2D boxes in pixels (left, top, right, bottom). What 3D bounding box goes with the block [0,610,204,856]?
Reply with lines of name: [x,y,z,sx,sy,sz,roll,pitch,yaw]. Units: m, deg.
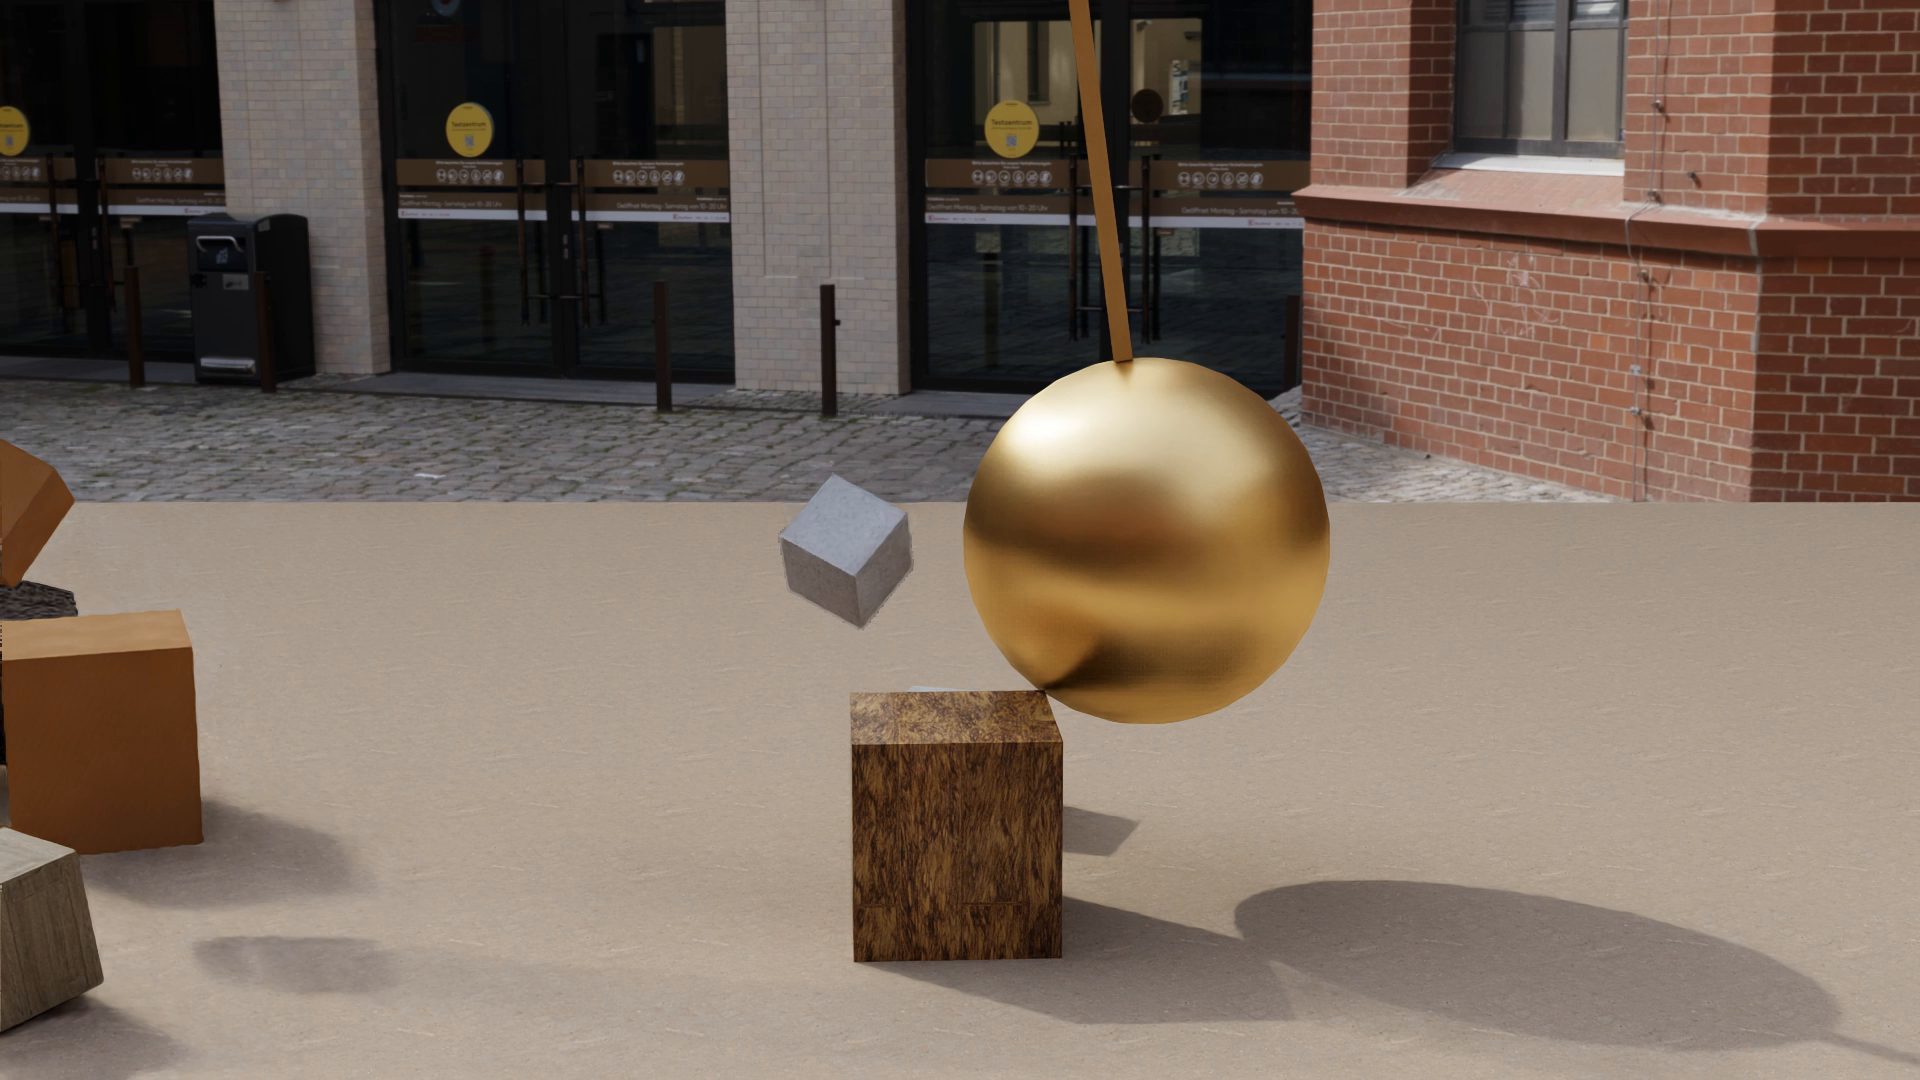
block: [-4.037,0.896,12.039,0.824,0.931,0.883,-4,11,-20]

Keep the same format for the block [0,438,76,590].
block: [-4.249,-0.159,11.204,0.474,0.479,0.444,28,-19,2]

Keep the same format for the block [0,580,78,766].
block: [-4.932,0.625,12.910,0.774,0.694,0.658,18,21,-35]

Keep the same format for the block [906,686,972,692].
block: [-0.026,1.044,12.361,0.613,0.524,0.582,3,11,18]

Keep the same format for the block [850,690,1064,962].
block: [-0.032,1.167,10.639,0.836,0.898,0.866,-1,10,-3]

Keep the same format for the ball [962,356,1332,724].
ball: [0.810,0.004,11.181,1.600,1.600,1.600,0,10,0]

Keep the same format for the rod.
rod: [0.351,-3.310,10.578,0.080,5.200,0.080,-8,10,1]

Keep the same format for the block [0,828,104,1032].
block: [-3.658,1.481,9.663,0.491,0.550,0.560,8,22,38]

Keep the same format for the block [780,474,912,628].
block: [-0.485,0.049,11.032,0.386,0.409,0.386,28,61,20]
